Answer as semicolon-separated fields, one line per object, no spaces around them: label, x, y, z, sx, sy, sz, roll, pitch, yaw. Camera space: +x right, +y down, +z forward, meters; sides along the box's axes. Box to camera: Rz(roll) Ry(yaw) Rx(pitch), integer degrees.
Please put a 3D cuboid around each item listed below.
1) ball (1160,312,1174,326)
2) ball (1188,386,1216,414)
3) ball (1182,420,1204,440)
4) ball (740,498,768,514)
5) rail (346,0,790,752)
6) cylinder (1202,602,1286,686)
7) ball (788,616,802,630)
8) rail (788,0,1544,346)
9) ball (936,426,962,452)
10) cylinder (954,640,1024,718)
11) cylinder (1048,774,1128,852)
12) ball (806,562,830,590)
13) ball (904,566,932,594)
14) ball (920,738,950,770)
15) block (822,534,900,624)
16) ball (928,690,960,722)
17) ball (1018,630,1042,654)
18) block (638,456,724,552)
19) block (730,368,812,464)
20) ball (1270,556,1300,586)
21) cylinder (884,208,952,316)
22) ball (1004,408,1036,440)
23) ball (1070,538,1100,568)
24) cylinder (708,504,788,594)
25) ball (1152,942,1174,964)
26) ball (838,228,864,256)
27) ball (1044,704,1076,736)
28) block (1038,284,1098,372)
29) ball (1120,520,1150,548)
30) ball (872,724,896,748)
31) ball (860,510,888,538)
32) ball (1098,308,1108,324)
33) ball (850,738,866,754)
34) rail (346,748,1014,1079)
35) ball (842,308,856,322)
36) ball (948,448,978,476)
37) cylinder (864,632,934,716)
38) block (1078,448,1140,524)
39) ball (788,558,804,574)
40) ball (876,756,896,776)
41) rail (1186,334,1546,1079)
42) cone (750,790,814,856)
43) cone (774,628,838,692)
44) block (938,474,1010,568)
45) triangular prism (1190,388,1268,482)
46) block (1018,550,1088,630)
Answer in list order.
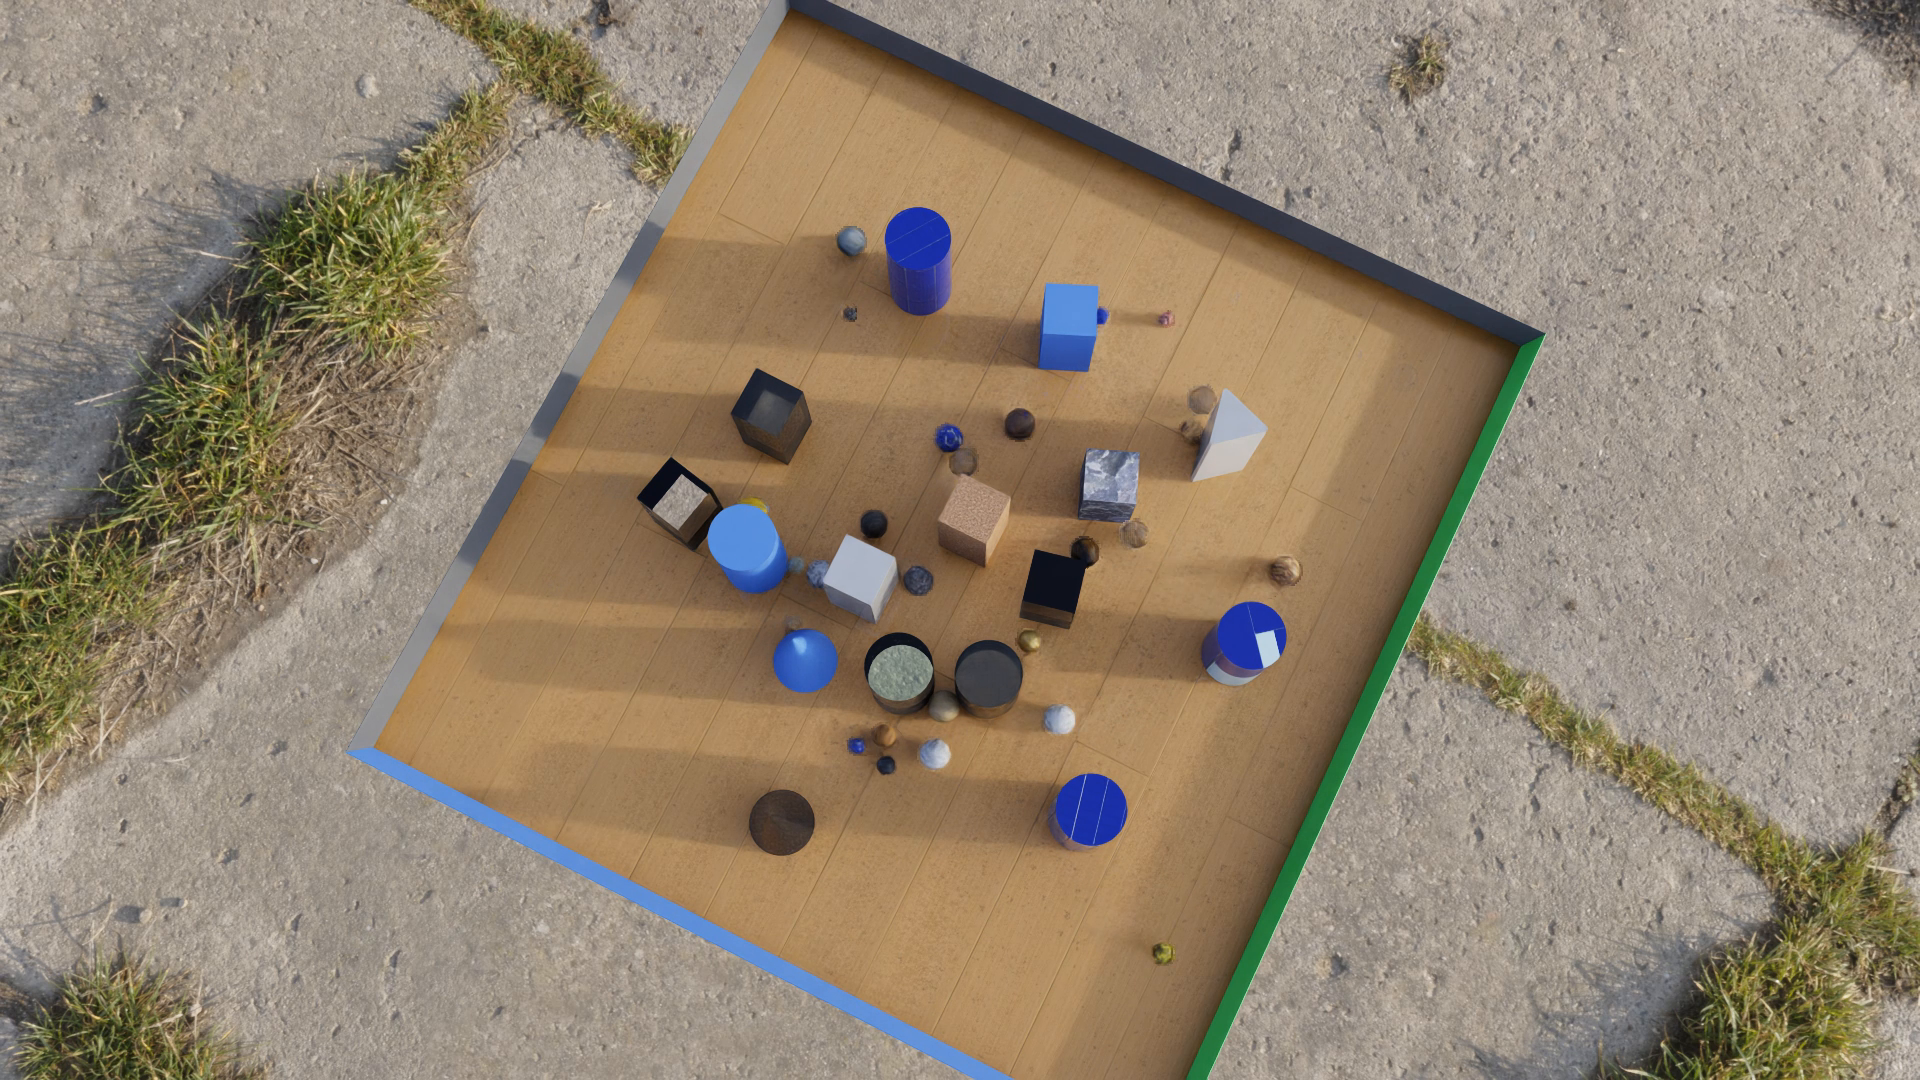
ball;0.646;-0.692;5.737;0.045;0.045;0.045;0;78;0
ball;0.749;-0.431;5.661;0.087;0.087;0.087;0;78;0
ball;0.717;-0.339;5.653;0.067;0.067;0.067;0;78;0
ball;-0.635;-0.084;5.586;0.094;0.094;0.094;0;78;0
rail;-1.162;-0.562;5.667;0.045;0.127;2.754;26;80;5
cylinder;0.827;0.307;5.366;0.195;0.365;0.195;0;78;0
ball;-0.500;0.250;5.543;0.042;0.042;0.042;0;78;0
rail;0.605;-1.179;5.795;2.646;0.127;0.045;26;80;5
ball;-0.033;-0.312;5.638;0.084;0.084;0.084;0;78;0
cylinder;0.082;0.412;5.378;0.195;0.301;0.195;0;78;0
cylinder;0.358;0.780;5.214;0.195;0.471;0.195;0;78;0
ball;-0.424;0.106;5.551;0.085;0.085;0.085;0;78;0
ball;-0.127;0.122;5.546;0.089;0.089;0.089;0;78;0
ball;-0.074;0.636;5.438;0.091;0.091;0.091;0;78;0
block;-0.290;0.120;5.413;0.156;0.349;0.156;25;79;5
ball;-0.049;0.496;5.464;0.098;0.098;0.098;0;78;0
ball;0.210;0.306;5.517;0.071;0.071;0.071;0;78;0
block;-0.829;-0.103;5.473;0.156;0.324;0.156;37;81;7
block;-0.564;-0.368;5.520;0.156;0.337;0.156;27;80;5
ball;0.987;0.092;5.552;0.089;0.089;0.089;0;78;0
cylinder;-0.123;-0.843;5.579;0.195;0.415;0.195;0;78;0
ball;0.186;-0.358;5.641;0.096;0.096;0.096;0;78;0
ball;0.380;0.040;5.562;0.090;0.090;0.090;0;78;0
cylinder;-0.624;0.030;5.421;0.195;0.372;0.195;0;78;0
ball;0.591;1.203;5.335;0.064;0.064;0.064;0;78;0
ball;-0.344;-0.938;5.767;0.086;0.086;0.086;0;78;0
ball;0.297;0.534;5.459;0.093;0.093;0.093;0;78;0
block;0.327;-0.642;5.568;0.156;0.356;0.156;3;78;1
ball;0.532;-0.016;5.576;0.086;0.086;0.086;0;78;0
ball;-0.225;0.584;5.459;0.072;0.072;0.072;0;78;0
ball;-0.262;-0.046;5.583;0.085;0.085;0.085;0;78;0
ball;0.439;-0.699;5.736;0.050;0.050;0.050;0;78;0
ball;-0.305;0.613;5.464;0.049;0.049;0.049;0;78;0
rail;-0.605;1.192;5.304;2.646;0.127;0.045;26;80;5
ball;-0.347;-0.708;5.741;0.044;0.044;0.044;0;78;0
ball;0.010;-0.237;5.619;0.090;0.090;0.090;0;78;0
cylinder;-0.173;0.394;5.349;0.195;0.365;0.195;0;78;0
block;0.445;-0.160;5.512;0.156;0.270;0.156;5;78;1
ball;-0.499;0.080;5.574;0.052;0.052;0.052;0;78;0
ball;-0.221;0.670;5.449;0.057;0.057;0.057;0;78;0
rail;1.162;0.576;5.432;0.045;0.127;2.754;26;80;5
cone;-0.529;0.803;5.266;0.195;0.362;0.195;0;78;0
cone;-0.467;0.321;5.327;0.195;0.436;0.195;0;78;0
block;0.041;-0.054;5.442;0.156;0.363;0.156;26;80;5
triangular prism;0.776;-0.317;5.448;0.169;0.458;0.146;-14;79;-3
block;0.274;0.149;5.433;0.156;0.299;0.156;14;79;3
